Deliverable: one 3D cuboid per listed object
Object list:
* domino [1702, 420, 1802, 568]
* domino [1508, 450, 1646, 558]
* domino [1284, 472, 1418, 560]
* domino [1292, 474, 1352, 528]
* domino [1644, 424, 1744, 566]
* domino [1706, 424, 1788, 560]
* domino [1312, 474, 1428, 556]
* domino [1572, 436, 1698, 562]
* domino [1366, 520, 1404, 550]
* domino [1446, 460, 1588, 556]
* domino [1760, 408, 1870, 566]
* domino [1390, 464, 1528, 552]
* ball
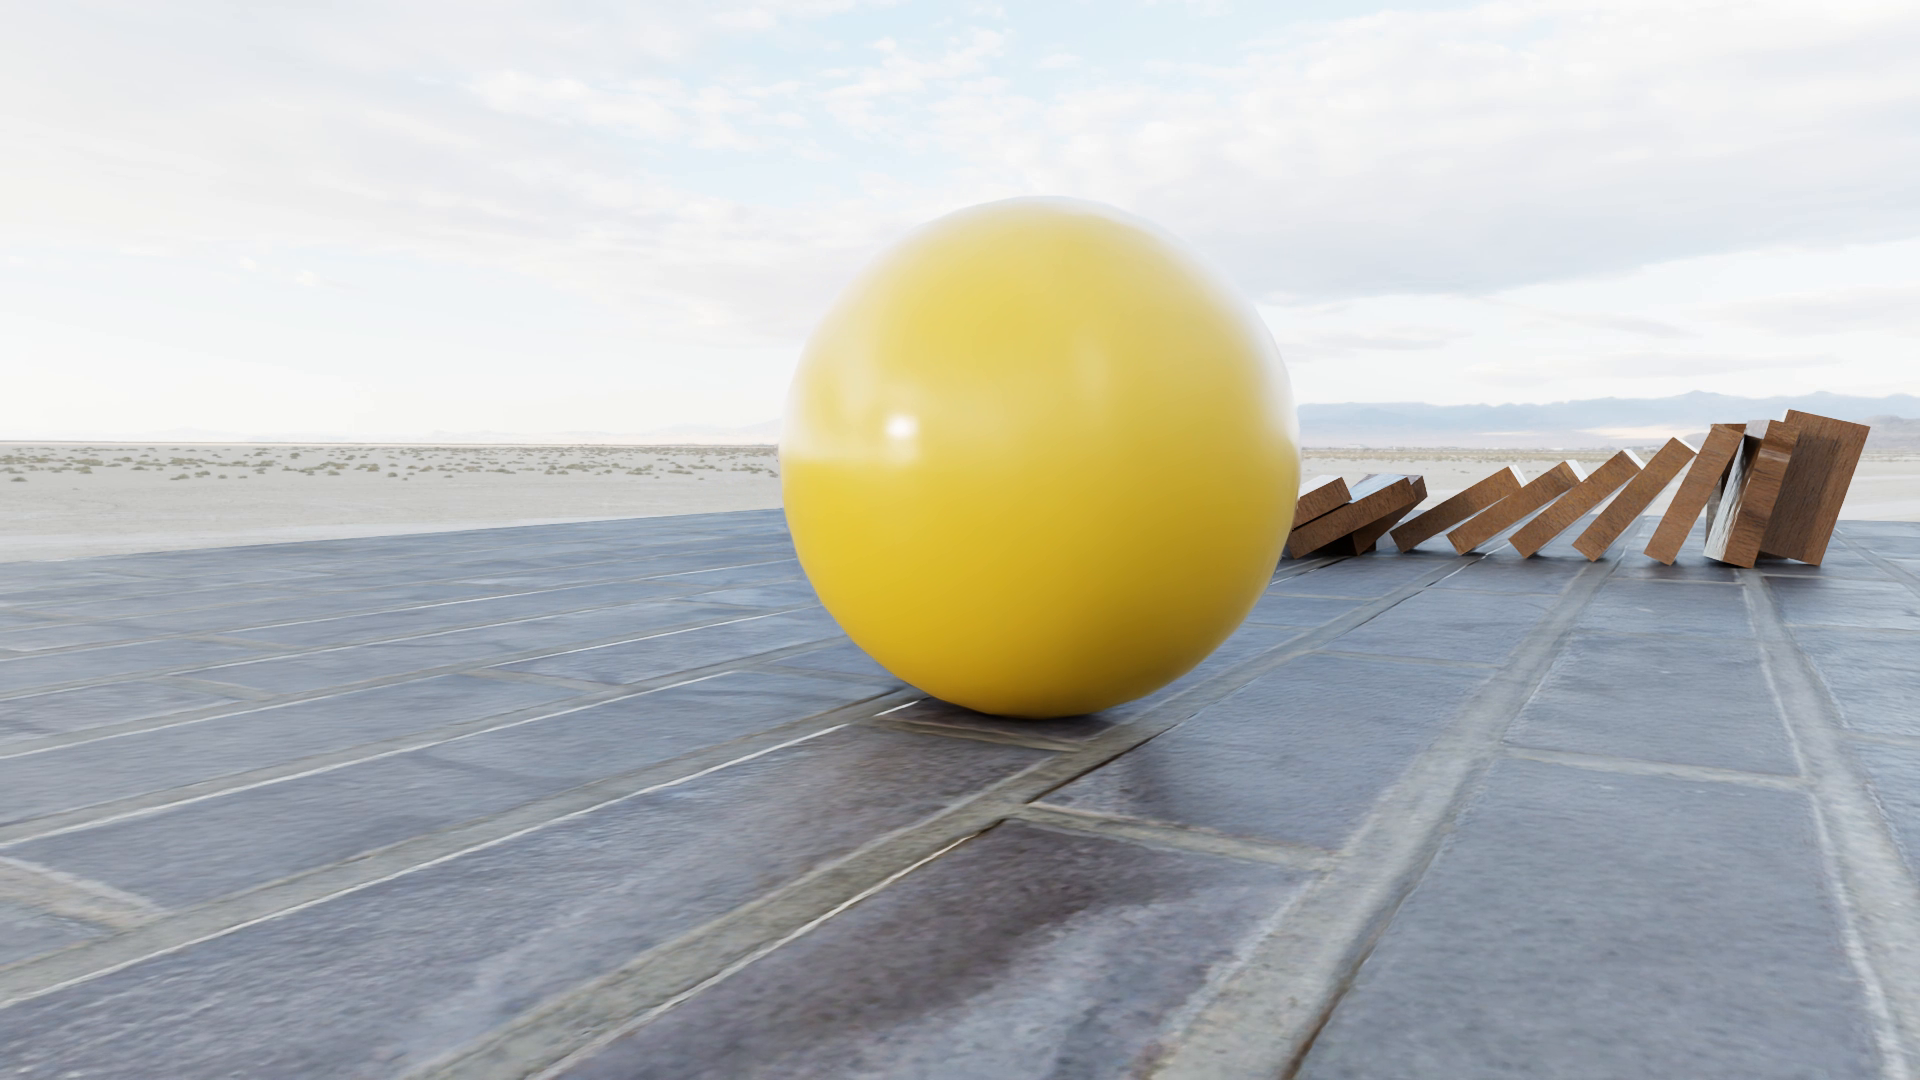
[{"bbox_3d":[0.275,-0.016,0.447,0.009,0.050,0.025,16,9,15],"label":"domino"},{"bbox_3d":[0.229,-0.013,0.475,0.050,0.010,0.025,-46,-20,27],"label":"domino"},{"bbox_3d":[0.143,-0.009,0.483,0.050,0.009,0.025,-26,6,1],"label":"domino"},{"bbox_3d":[0.120,-0.009,0.484,0.050,0.009,0.025,-26,4,1],"label":"domino"},{"bbox_3d":[0.260,-0.016,0.454,0.009,0.050,0.025,29,18,27],"label":"domino"},{"bbox_3d":[0.294,-0.018,0.477,0.025,0.050,0.009,0,4,3],"label":"domino"},{"bbox_3d":[0.160,-0.011,0.508,0.050,0.009,0.025,-33,22,-31],"label":"domino"},{"bbox_3d":[0.245,-0.015,0.464,0.009,0.050,0.025,45,25,22],"label":"domino"},{"bbox_3d":[0.168,-0.002,0.538,0.025,0.009,0.050,3,5,31],"label":"domino"},{"bbox_3d":[0.212,-0.012,0.487,0.050,0.009,0.025,-38,-17,29],"label":"domino"},{"bbox_3d":[0.296,-0.019,0.452,0.025,0.050,0.009,18,11,23],"label":"domino"},{"bbox_3d":[0.194,-0.012,0.500,0.050,0.009,0.025,-34,-13,27],"label":"domino"},{"bbox_3d":[0.012,-0.012,0.200,0.080,0.080,0.080,0,4,0],"label":"ball"}]
